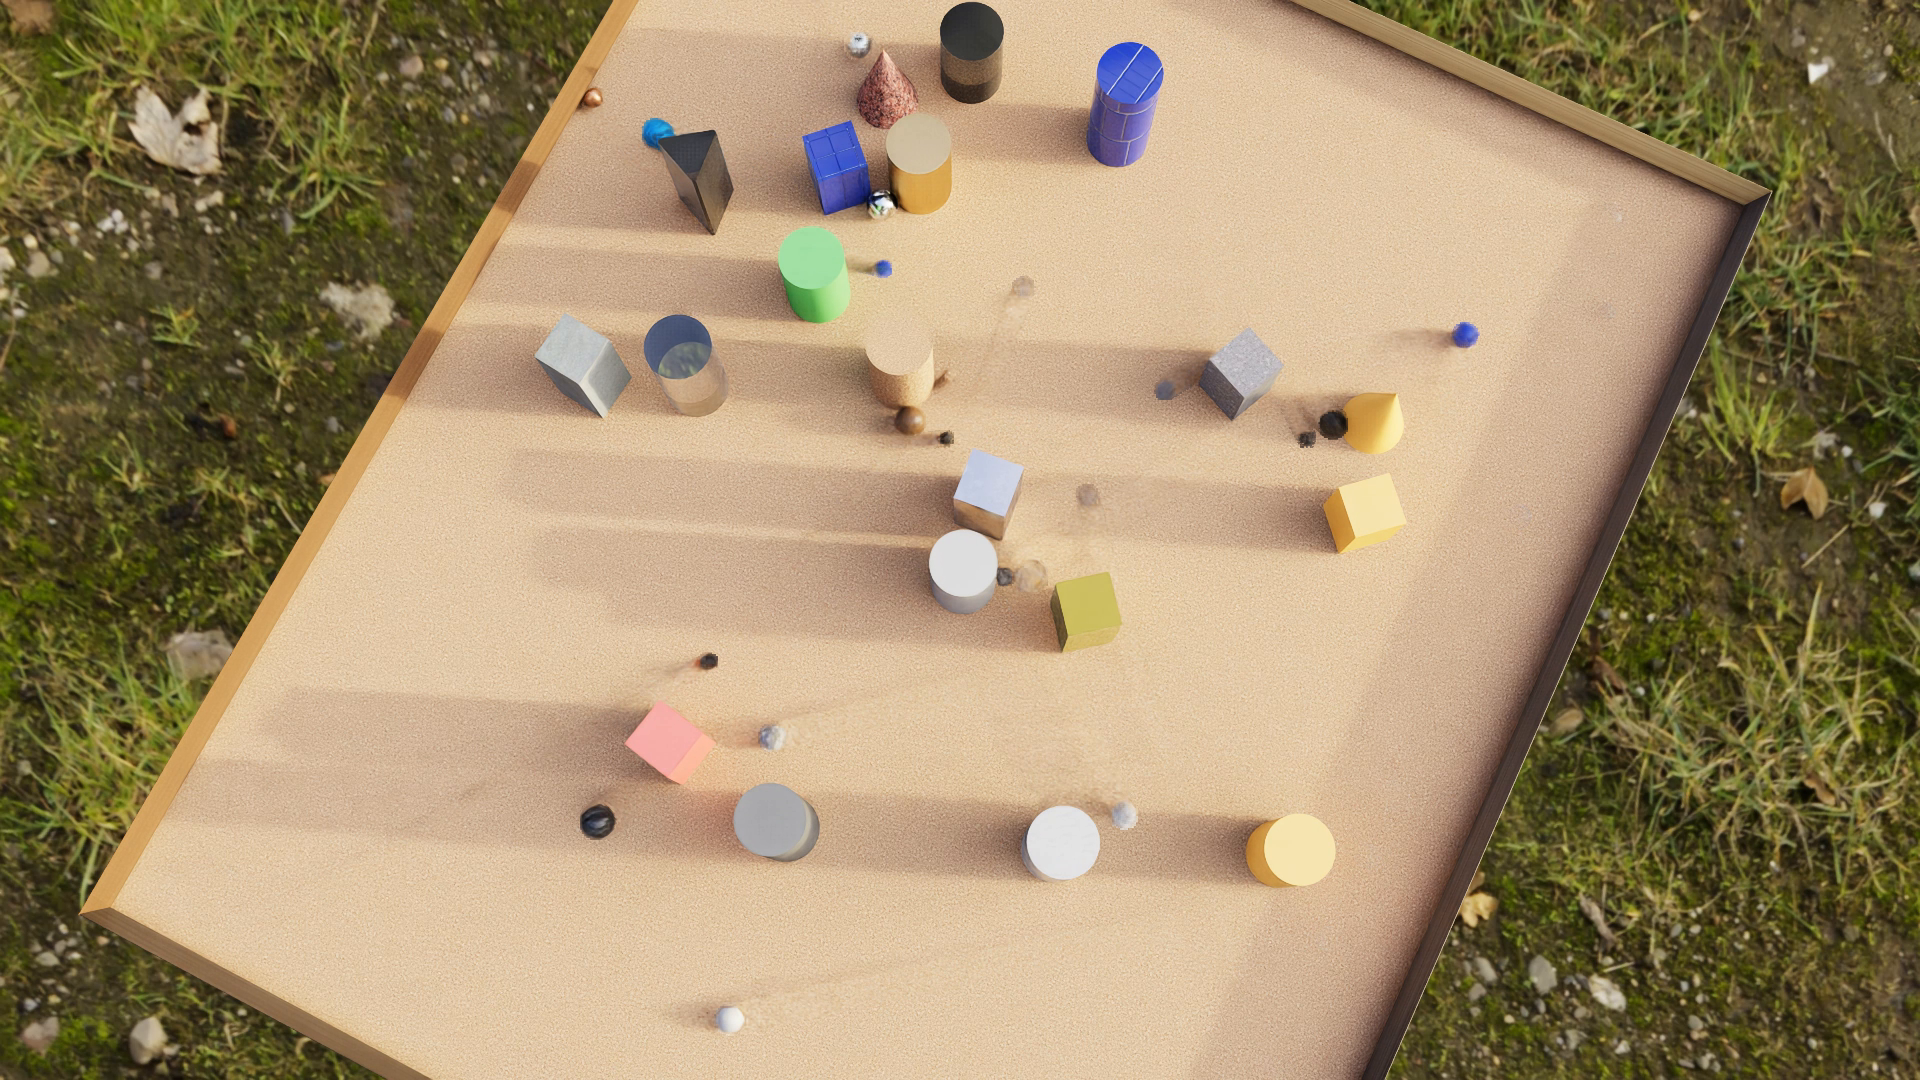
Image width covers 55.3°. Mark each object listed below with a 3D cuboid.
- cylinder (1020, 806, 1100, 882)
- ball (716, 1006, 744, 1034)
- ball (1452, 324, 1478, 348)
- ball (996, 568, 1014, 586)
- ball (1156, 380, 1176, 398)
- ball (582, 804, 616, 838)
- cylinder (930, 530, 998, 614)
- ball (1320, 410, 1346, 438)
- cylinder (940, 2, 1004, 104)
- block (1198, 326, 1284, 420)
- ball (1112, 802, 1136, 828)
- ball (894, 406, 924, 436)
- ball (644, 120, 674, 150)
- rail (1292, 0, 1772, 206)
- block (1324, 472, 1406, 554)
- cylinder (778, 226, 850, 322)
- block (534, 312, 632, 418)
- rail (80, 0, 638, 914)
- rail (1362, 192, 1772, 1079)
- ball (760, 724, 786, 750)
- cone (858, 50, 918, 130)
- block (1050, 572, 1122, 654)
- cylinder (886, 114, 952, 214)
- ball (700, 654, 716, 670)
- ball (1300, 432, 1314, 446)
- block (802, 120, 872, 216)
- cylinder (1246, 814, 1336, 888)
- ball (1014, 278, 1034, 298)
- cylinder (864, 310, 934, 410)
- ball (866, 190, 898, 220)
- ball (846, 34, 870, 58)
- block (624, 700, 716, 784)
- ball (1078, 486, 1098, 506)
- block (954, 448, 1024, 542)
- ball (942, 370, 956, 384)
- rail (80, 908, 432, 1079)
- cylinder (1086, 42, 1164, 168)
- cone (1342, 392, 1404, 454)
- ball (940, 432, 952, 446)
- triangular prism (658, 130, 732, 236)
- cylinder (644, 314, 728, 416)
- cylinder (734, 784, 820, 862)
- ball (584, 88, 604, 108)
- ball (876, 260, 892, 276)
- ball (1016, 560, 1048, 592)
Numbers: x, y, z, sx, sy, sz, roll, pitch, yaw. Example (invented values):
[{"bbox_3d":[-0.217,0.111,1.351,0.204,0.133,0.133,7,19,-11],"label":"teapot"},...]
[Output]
[{"bbox_3d":[0.279,0.867,5.192,0.198,0.481,0.198,0,78,0],"label":"cylinder"},{"bbox_3d":[-0.664,1.384,5.291,0.077,0.077,0.077,0,78,0],"label":"ball"},{"bbox_3d":[1.574,-0.633,5.709,0.075,0.075,0.075,0,78,0],"label":"ball"},{"bbox_3d":[0.135,0.110,5.566,0.054,0.054,0.054,0,78,0],"label":"ball"},{"bbox_3d":[0.639,-0.467,5.685,0.056,0.056,0.056,0,78,0],"label":"ball"},{"bbox_3d":[-1.064,0.829,5.395,0.099,0.099,0.099,0,78,0],"label":"ball"},{"bbox_3d":[0.010,0.098,5.439,0.198,0.308,0.198,0,78,0],"label":"cylinder"},{"bbox_3d":[1.150,-0.359,5.648,0.084,0.084,0.084,0,78,0],"label":"ball"},{"bbox_3d":[0.037,-1.533,5.779,0.198,0.303,0.198,0,78,0],"label":"cylinder"},{"bbox_3d":[0.854,-0.503,5.587,0.158,0.261,0.158,-39,81,-7],"label":"block"},{"bbox_3d":[0.486,0.811,5.411,0.074,0.074,0.074,0,78,0],"label":"ball"},{"bbox_3d":[-0.155,-0.367,5.646,0.091,0.091,0.091,0,78,0],"label":"ball"},{"bbox_3d":[-0.958,-1.290,5.834,0.096,0.096,0.096,0,78,0],"label":"ball"},{"bbox_3d":[0.938,-1.829,5.929,3.544,0.128,0.045,26,80,5],"label":"rail"},{"bbox_3d":[1.214,-0.078,5.509,0.158,0.243,0.158,-16,79,-3],"label":"block"},{"bbox_3d":[-0.444,-0.810,5.623,0.198,0.317,0.198,0,78,0],"label":"cylinder"},{"bbox_3d":[-1.133,-0.522,5.532,0.158,0.377,0.158,31,80,6],"label":"block"},{"bbox_3d":[-1.564,-0.759,5.707,0.045,0.128,4.240,26,80,5],"label":"rail"},{"bbox_3d":[1.564,0.772,5.390,0.045,0.128,4.240,26,80,5],"label":"rail"},{"bbox_3d":[-0.554,0.589,5.455,0.078,0.078,0.078,0,78,0],"label":"ball"},{"bbox_3d":[-0.233,-1.452,5.735,0.198,0.357,0.198,0,78,0],"label":"cone"},{"bbox_3d":[0.368,0.217,5.397,0.158,0.343,0.158,-12,79,-3],"label":"block"},{"bbox_3d":[-0.125,-1.164,5.692,0.198,0.324,0.198,0,78,0],"label":"cylinder"},{"bbox_3d":[-0.759,0.369,5.515,0.050,0.050,0.050,0,78,0],"label":"ball"},{"bbox_3d":[1.071,-0.311,5.657,0.047,0.047,0.047,0,78,0],"label":"ball"},{"bbox_3d":[-0.382,-1.158,5.718,0.158,0.271,0.158,-19,79,-4],"label":"block"},{"bbox_3d":[0.944,0.894,5.257,0.198,0.341,0.198,0,78,0],"label":"cylinder"},{"bbox_3d":[0.201,-0.790,5.750,0.060,0.060,0.060,0,78,0],"label":"ball"},{"bbox_3d":[-0.179,-0.537,5.532,0.198,0.383,0.198,0,78,0],"label":"cylinder"},{"bbox_3d":[-0.246,-1.058,5.786,0.098,0.098,0.098,0,78,0],"label":"ball"},{"bbox_3d":[-0.327,-1.592,5.906,0.079,0.079,0.079,0,78,0],"label":"ball"},{"bbox_3d":[-0.841,0.593,5.345,0.158,0.291,0.158,37,81,7],"label":"block"},{"bbox_3d":[0.391,-0.135,5.614,0.060,0.060,0.060,0,78,0],"label":"ball"},{"bbox_3d":[0.084,-0.131,5.463,0.158,0.354,0.158,21,79,4],"label":"block"},{"bbox_3d":[-0.034,-0.508,5.701,0.041,0.041,0.041,0,78,0],"label":"ball"},{"bbox_3d":[-0.938,1.843,5.168,3.544,0.128,0.045,26,80,5],"label":"rail"},{"bbox_3d":[0.504,-1.336,5.654,0.198,0.468,0.198,0,78,0],"label":"cylinder"},{"bbox_3d":[1.279,-0.396,5.529,0.198,0.332,0.198,0,78,0],"label":"cone"},{"bbox_3d":[-0.044,-0.313,5.660,0.041,0.041,0.041,0,78,0],"label":"ball"},{"bbox_3d":[-0.781,-1.121,5.626,0.148,0.436,0.171,-40,81,-8],"label":"triangular prism"},{"bbox_3d":[-0.819,-0.520,5.517,0.198,0.406,0.198,0,78,0],"label":"cylinder"},{"bbox_3d":[-0.515,0.806,5.201,0.198,0.487,0.198,0,78,0],"label":"cylinder"},{"bbox_3d":[-1.176,-1.418,5.879,0.061,0.061,0.061,0,78,0],"label":"ball"},{"bbox_3d":[-0.241,-0.857,5.768,0.051,0.051,0.051,0,78,0],"label":"ball"},{"bbox_3d":[0.216,0.109,5.541,0.099,0.099,0.099,0,78,0],"label":"ball"}]
